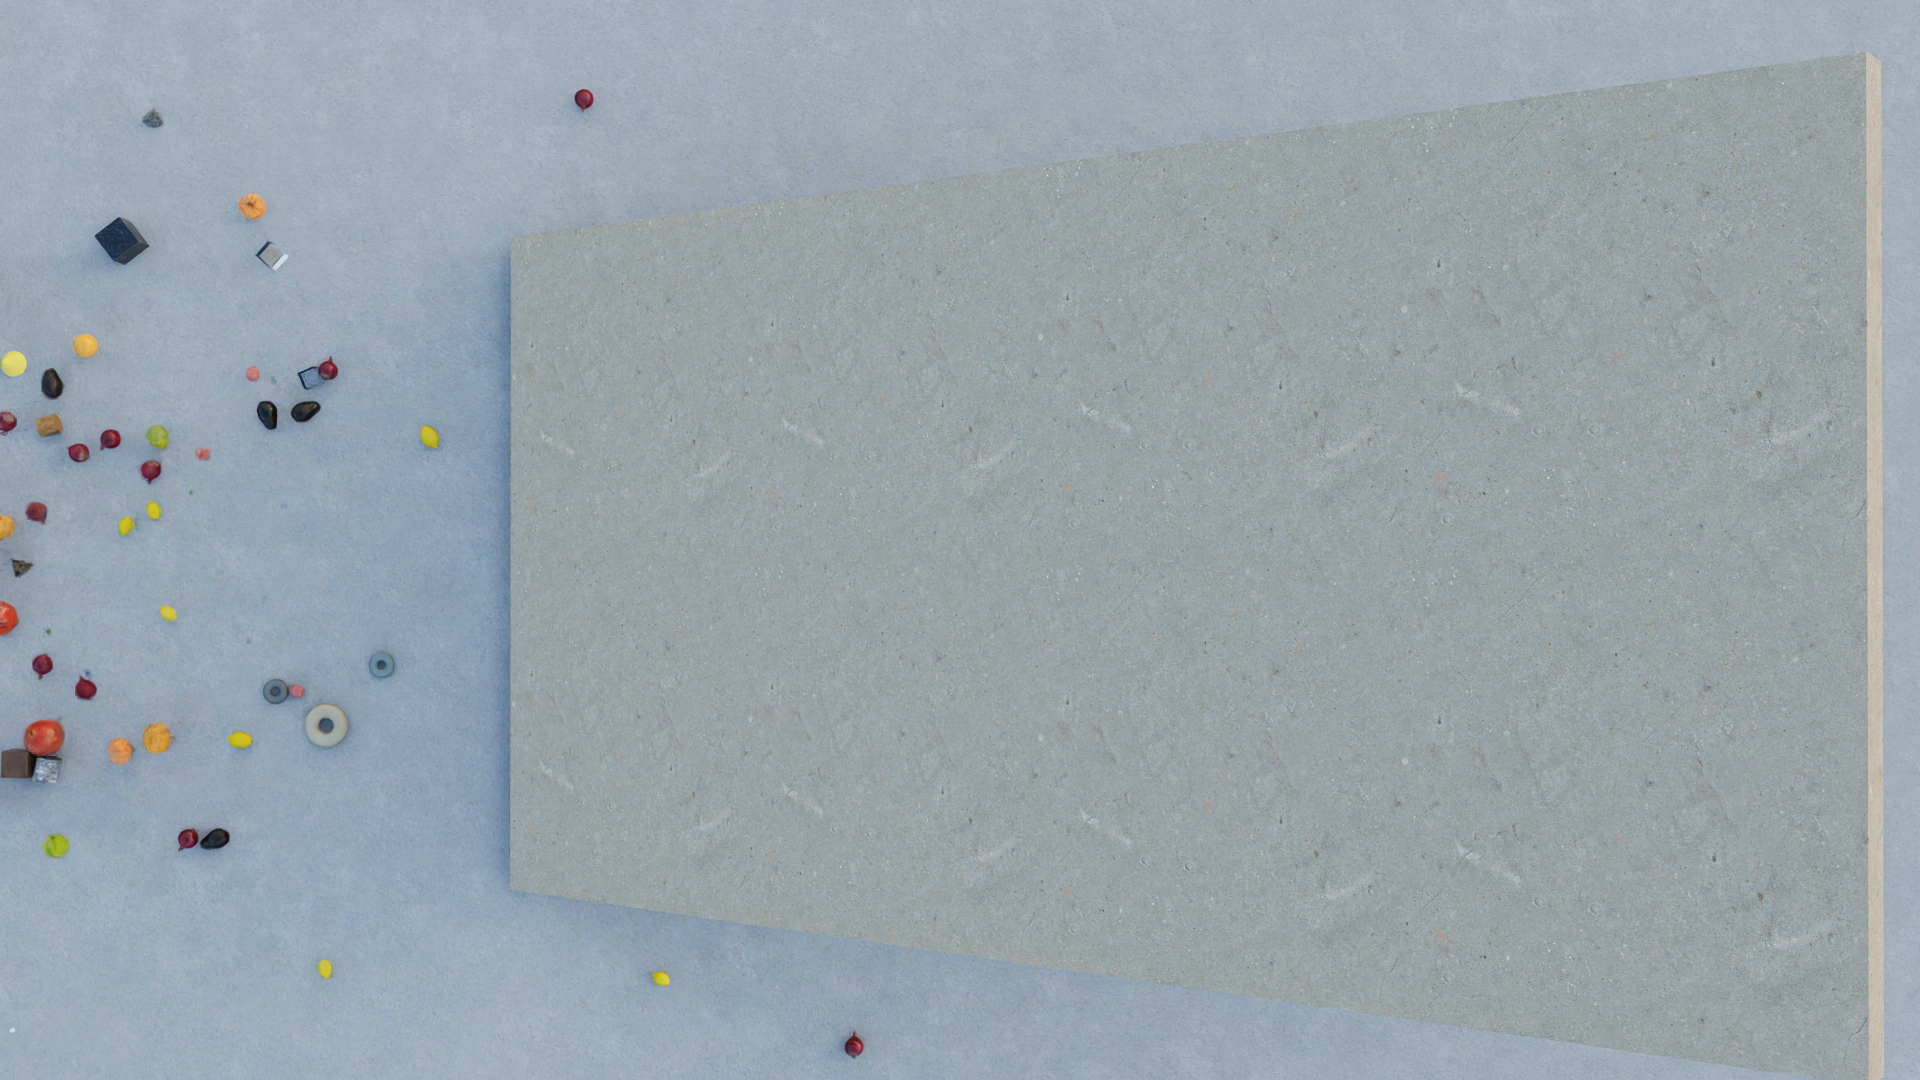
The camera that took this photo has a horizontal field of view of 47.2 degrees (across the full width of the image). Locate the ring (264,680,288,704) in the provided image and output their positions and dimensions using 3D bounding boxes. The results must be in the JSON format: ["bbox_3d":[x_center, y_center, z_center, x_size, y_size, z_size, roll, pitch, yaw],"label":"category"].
[{"bbox_3d":[-2.117,0.469,6.803,0.078,0.026,0.078,0,89,-1],"label":"ring"}]

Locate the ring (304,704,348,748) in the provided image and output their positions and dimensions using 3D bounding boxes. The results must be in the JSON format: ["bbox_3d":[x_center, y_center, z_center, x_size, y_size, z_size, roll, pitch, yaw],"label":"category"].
[{"bbox_3d":[-1.958,0.573,6.793,0.136,0.045,0.136,0,90,-1],"label":"ring"}]

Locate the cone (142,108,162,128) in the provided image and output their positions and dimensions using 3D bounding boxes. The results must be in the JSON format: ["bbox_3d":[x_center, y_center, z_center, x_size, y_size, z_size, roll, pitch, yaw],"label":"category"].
[{"bbox_3d":[-2.500,-1.321,6.815,0.059,0.059,0.059,-4,63,0],"label":"cone"}]

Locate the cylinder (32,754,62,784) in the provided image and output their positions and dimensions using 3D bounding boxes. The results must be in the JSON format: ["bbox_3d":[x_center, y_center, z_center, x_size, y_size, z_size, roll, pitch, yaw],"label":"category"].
[{"bbox_3d":[-2.813,0.708,6.777,0.075,0.075,0.075,12,90,0],"label":"cylinder"}]

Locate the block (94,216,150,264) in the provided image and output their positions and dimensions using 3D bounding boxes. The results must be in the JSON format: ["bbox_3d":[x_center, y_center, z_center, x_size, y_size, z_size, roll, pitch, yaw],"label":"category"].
[{"bbox_3d":[-2.583,-0.922,6.777,0.096,0.096,0.096,-38,90,0],"label":"block"}]

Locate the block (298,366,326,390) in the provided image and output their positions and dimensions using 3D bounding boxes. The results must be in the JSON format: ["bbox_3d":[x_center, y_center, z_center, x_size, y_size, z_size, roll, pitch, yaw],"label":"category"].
[{"bbox_3d":[-2.005,-0.500,6.796,0.053,0.053,0.053,-24,90,0],"label":"block"}]

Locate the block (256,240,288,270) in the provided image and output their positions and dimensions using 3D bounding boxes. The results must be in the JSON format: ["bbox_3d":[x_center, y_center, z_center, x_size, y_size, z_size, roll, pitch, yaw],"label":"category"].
[{"bbox_3d":[-2.126,-0.879,6.795,0.061,0.061,0.061,42,90,0],"label":"block"}]

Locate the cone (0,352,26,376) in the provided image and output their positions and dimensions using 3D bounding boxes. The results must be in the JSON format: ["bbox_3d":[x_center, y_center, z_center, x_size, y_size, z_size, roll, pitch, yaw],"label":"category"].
[{"bbox_3d":[-2.937,-0.547,6.783,0.080,0.080,0.080,0,90,0],"label":"cone"}]

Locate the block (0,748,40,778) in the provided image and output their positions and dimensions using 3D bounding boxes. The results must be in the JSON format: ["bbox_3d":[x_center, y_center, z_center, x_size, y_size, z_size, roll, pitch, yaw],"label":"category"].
[{"bbox_3d":[-2.895,0.688,6.774,0.081,0.081,0.081,2,90,0],"label":"block"}]

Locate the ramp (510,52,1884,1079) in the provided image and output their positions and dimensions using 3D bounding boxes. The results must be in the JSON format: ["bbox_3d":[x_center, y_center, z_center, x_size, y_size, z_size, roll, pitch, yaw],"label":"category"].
[{"bbox_3d":[0.220,0.063,5.536,4.000,0.100,2.000,0,90,38],"label":"ramp"}]

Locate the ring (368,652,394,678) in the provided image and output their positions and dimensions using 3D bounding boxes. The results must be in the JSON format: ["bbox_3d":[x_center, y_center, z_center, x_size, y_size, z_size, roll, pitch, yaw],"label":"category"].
[{"bbox_3d":[-1.789,0.387,6.804,0.079,0.026,0.079,0,91,1],"label":"ring"}]

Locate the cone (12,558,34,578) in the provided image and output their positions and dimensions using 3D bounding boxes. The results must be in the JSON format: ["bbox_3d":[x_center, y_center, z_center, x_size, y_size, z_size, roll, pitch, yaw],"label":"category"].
[{"bbox_3d":[-2.896,0.080,6.805,0.060,0.060,0.060,-14,90,-27],"label":"cone"}]

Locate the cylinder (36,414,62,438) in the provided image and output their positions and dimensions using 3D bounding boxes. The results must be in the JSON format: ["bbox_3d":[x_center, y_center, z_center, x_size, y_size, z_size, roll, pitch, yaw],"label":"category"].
[{"bbox_3d":[-2.814,-0.352,6.793,0.058,0.058,0.058,-16,90,0],"label":"cylinder"}]
